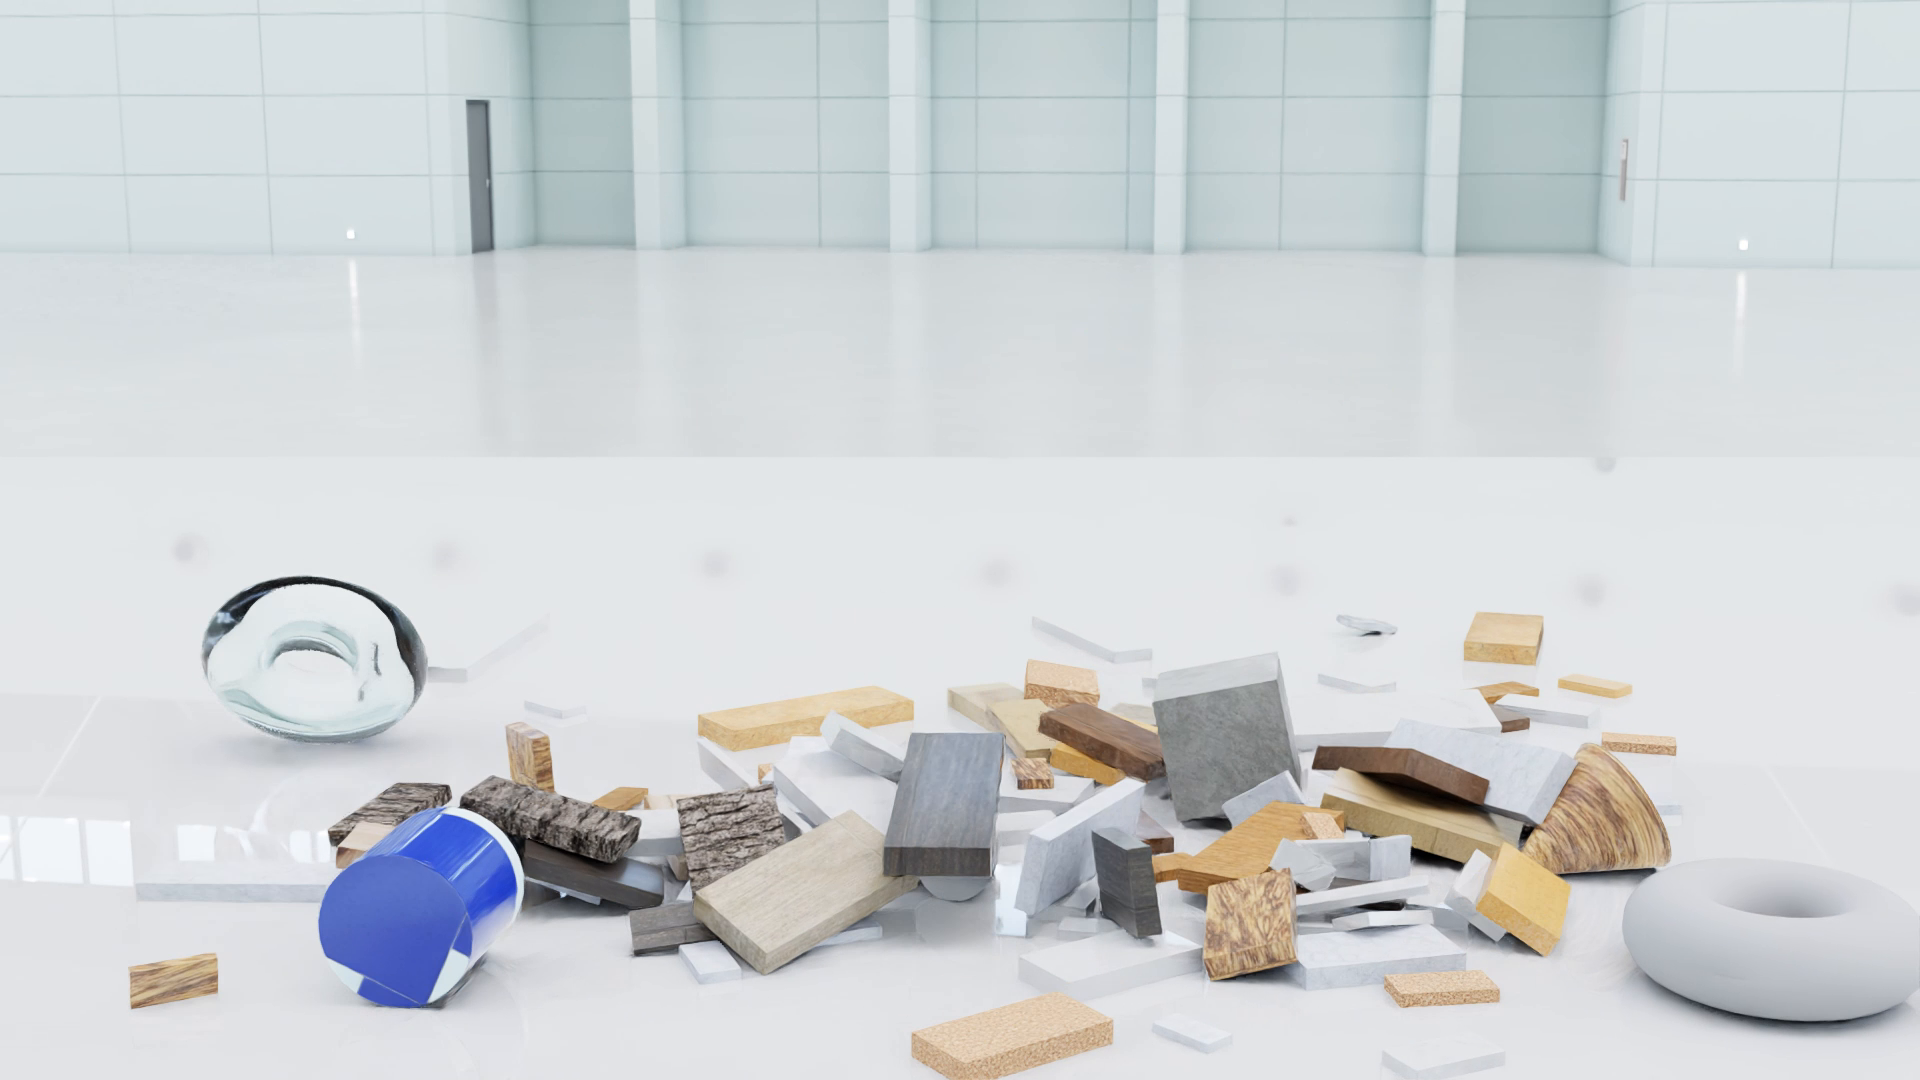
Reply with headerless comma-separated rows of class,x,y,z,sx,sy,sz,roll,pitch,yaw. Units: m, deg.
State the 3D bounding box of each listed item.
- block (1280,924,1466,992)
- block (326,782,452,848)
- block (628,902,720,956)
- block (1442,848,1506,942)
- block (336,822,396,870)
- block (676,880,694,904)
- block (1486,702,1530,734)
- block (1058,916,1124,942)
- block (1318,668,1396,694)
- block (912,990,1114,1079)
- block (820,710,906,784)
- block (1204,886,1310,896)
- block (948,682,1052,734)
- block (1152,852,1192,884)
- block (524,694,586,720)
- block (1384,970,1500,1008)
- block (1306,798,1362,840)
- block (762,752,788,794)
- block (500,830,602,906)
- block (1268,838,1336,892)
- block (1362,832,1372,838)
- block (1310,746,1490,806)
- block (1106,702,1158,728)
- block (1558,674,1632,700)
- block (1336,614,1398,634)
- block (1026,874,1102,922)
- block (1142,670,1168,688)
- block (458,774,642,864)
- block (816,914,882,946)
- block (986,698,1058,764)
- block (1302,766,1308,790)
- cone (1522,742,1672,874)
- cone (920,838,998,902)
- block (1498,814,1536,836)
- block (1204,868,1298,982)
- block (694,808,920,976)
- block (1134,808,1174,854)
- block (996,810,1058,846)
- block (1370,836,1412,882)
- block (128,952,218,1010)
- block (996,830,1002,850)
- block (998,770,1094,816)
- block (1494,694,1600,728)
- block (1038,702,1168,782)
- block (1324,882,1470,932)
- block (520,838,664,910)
block,0.621,0.633,3.339,0.257,0.036,0.129,-3,11,-14
block,-1.032,0.498,3.988,0.113,0.032,0.227,-1,16,19
block,-0.444,0.601,3.416,0.133,0.019,0.067,-7,56,-11
block,0.850,0.572,3.548,0.105,0.030,0.210,36,22,13
block,-0.885,0.528,3.664,0.271,0.038,0.135,9,11,0
block,-0.387,0.552,3.639,0.095,0.027,0.190,2,28,18
block,1.133,0.379,4.736,0.088,0.025,0.176,-5,12,-26
block,0.219,0.618,3.474,0.121,0.017,0.061,2,11,11
block,0.907,0.326,5.029,0.082,0.023,0.164,-8,13,-38
block,0.073,0.688,3.040,0.254,0.036,0.127,-7,13,-35
block,-0.109,0.409,3.975,0.295,0.042,0.148,30,2,-14
block,0.474,0.578,3.653,0.102,0.029,0.203,-7,13,-34
block,0.089,0.365,4.773,0.139,0.039,0.278,-4,11,-22
block,0.344,0.563,3.761,0.139,0.020,0.069,-6,11,-28
block,-0.888,0.366,4.823,0.133,0.019,0.067,9,14,41
block,0.708,0.660,3.235,0.149,0.021,0.075,-1,11,-8
block,0.642,0.513,3.880,0.116,0.033,0.232,-3,14,3
block,-0.283,0.441,4.178,0.126,0.036,0.251,2,11,10
block,-0.711,0.523,3.668,0.271,0.038,0.135,21,10,-2
block,0.560,0.536,3.597,0.103,0.052,0.015,32,-11,-12
block,0.685,0.510,4.029,0.088,0.025,0.176,-1,11,-8
block,0.798,0.428,4.011,0.167,0.047,0.335,23,-11,-17
block,0.442,0.392,4.626,0.278,0.039,0.139,5,12,24
block,1.444,0.332,5.001,0.073,0.021,0.146,-10,14,-43
block,1.030,0.213,5.569,0.138,0.020,0.069,9,7,-20
block,0.186,0.584,3.627,0.099,0.028,0.199,4,11,19
block,0.508,0.325,5.034,0.164,0.023,0.082,5,11,23
block,-0.677,0.460,3.637,0.271,0.038,0.135,15,11,7
block,-0.194,0.617,3.475,0.127,0.018,0.063,-4,11,-22
block,0.148,0.393,4.525,0.118,0.034,0.237,-3,21,-19
block,0.537,0.447,4.329,0.139,0.039,0.278,-7,13,-35
cone,1.037,0.515,3.768,0.246,0.246,0.246,-29,17,-9
cone,0.028,0.547,3.716,0.151,0.151,0.151,6,-15,28
block,1.014,0.496,3.965,0.151,0.021,0.076,8,39,-4
block,0.451,0.591,3.399,0.134,0.038,0.268,-16,12,12
block,-0.237,0.548,3.450,0.165,0.047,0.330,34,39,32
block,0.301,0.522,3.958,0.102,0.029,0.203,-3,11,-15
block,0.082,0.521,3.961,0.199,0.028,0.099,-3,11,-15
block,0.710,0.524,3.622,0.019,0.067,0.134,0,-3,32
block,-1.148,0.643,3.210,0.122,0.061,0.017,-6,25,-29
block,-0.061,0.526,3.789,0.237,0.034,0.118,-14,27,-29
block,0.080,0.479,4.143,0.314,0.044,0.157,3,11,17
block,1.274,0.371,4.771,0.203,0.029,0.102,6,12,30
block,0.304,0.394,4.325,0.274,0.039,0.137,22,21,37
block,0.723,0.588,3.591,0.232,0.033,0.116,4,11,23
block,-0.602,0.541,3.594,0.234,0.033,0.117,19,11,-13
